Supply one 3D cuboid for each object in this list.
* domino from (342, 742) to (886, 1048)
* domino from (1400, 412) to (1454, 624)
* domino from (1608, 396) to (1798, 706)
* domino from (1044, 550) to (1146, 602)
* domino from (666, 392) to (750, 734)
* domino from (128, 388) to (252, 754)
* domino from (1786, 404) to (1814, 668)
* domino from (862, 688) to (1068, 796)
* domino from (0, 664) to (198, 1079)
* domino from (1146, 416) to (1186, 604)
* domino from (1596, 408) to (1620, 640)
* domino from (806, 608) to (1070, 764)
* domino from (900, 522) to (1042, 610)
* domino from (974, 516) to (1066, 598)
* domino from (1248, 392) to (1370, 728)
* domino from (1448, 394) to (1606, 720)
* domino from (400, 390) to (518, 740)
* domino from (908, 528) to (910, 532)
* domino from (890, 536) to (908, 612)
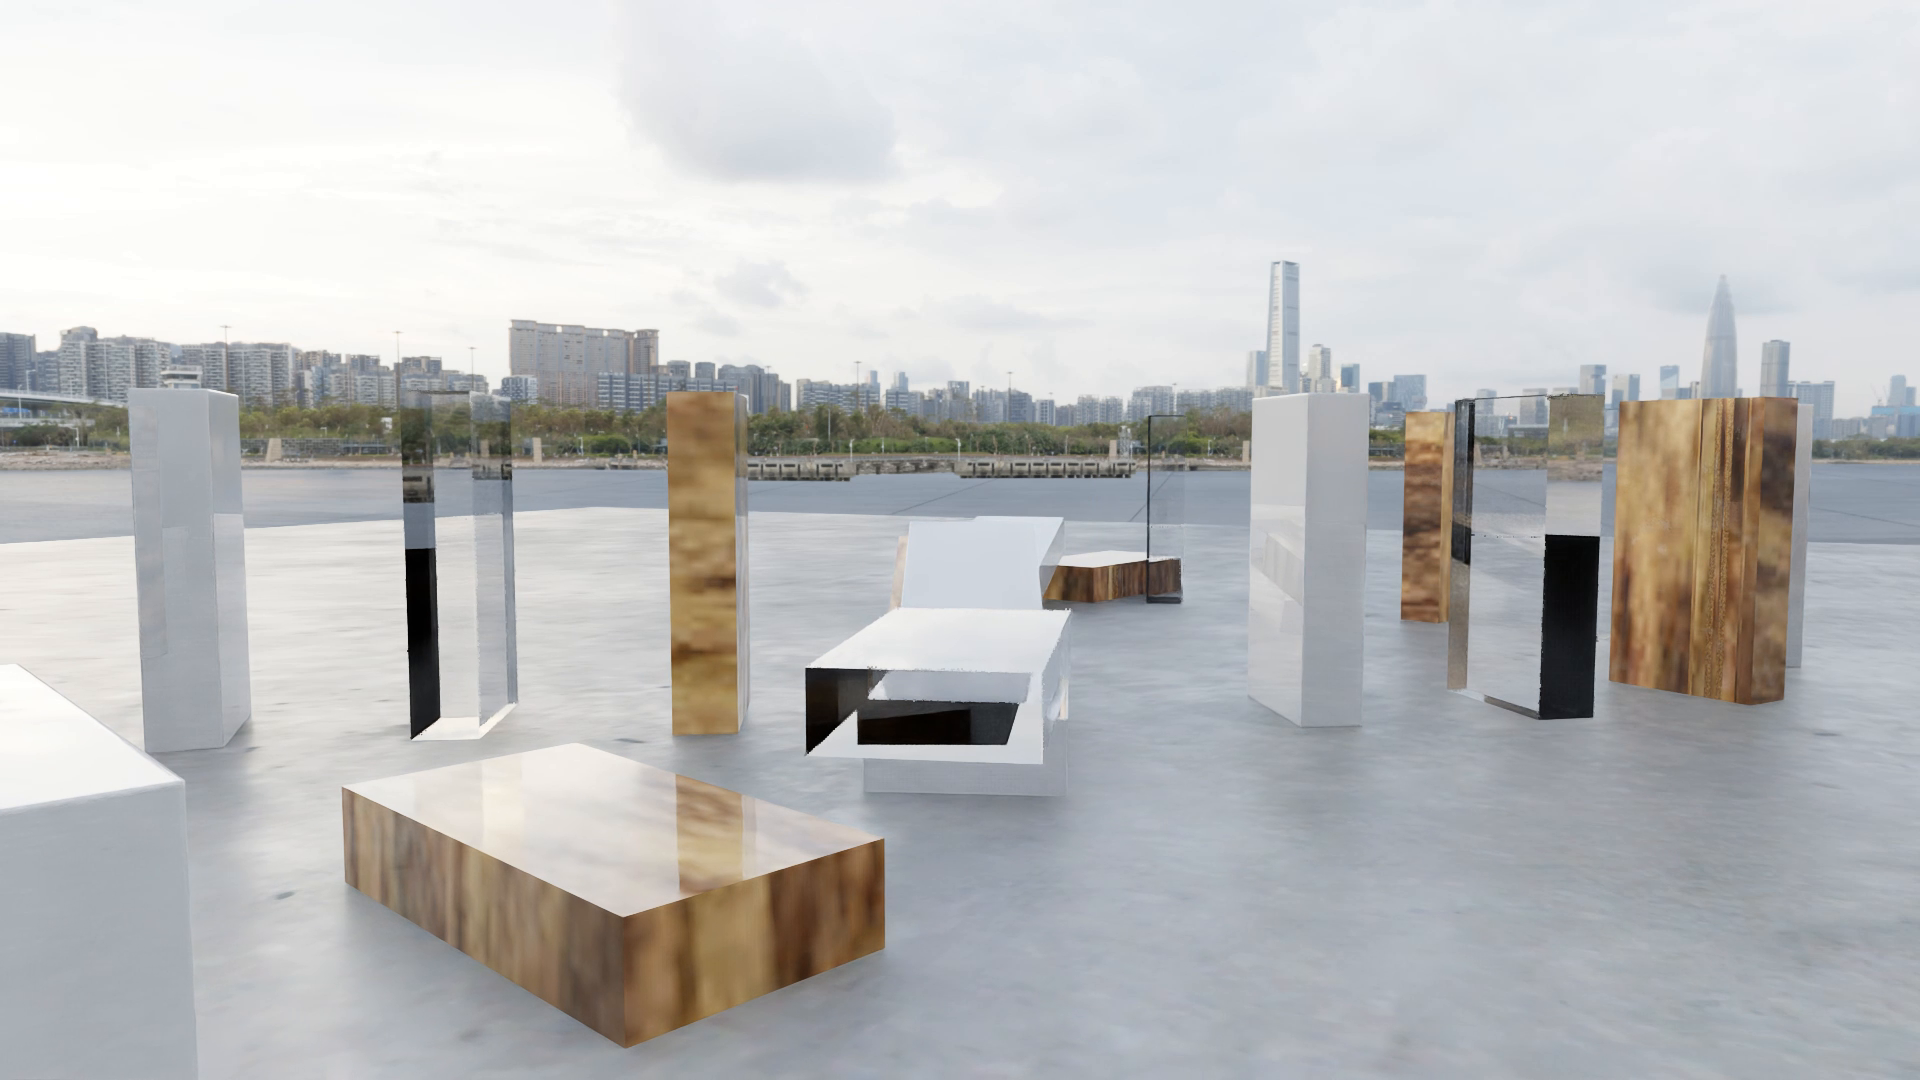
[{"bbox_3d":[-0.033,0.029,0.116,0.050,0.010,0.025,4,6,43],"label":"domino"},{"bbox_3d":[0.119,-0.006,0.315,0.025,0.050,0.009,-4,6,-43],"label":"domino"},{"bbox_3d":[0.127,0.001,0.220,0.009,0.050,0.025,-2,5,-29],"label":"domino"},{"bbox_3d":[0.041,0.010,0.371,0.025,0.010,0.050,3,5,38],"label":"domino"},{"bbox_3d":[-0.038,0.003,0.199,0.010,0.050,0.025,0,4,-5],"label":"domino"},{"bbox_3d":[-0.112,0.003,0.188,0.009,0.050,0.025,-2,5,-21],"label":"domino"},{"bbox_3d":[0.149,-0.001,0.249,0.025,0.050,0.009,1,4,11],"label":"domino"},{"bbox_3d":[0.003,0.024,0.181,0.025,0.009,0.050,0,4,5],"label":"domino"},{"bbox_3d":[-0.061,0.024,0.082,0.009,0.025,0.050,-4,6,-44],"label":"domino"},{"bbox_3d":[0.057,-0.009,0.353,0.009,0.050,0.025,1,4,11],"label":"domino"},{"bbox_3d":[0.141,-0.004,0.285,0.025,0.050,0.009,-2,5,-28],"label":"domino"},{"bbox_3d":[0.000,0.016,0.159,0.025,0.009,0.050,1,4,8],"label":"domino"},{"bbox_3d":[0.002,0.011,0.239,0.025,0.009,0.050,0,25,0],"label":"domino"},{"bbox_3d":[0.012,0.006,0.340,0.025,0.010,0.050,1,19,14],"label":"domino"},{"bbox_3d":[0.055,0.002,0.203,0.010,0.050,0.025,0,4,-6],"label":"domino"},{"bbox_3d":[0.091,0.002,0.209,0.009,0.050,0.025,-1,4,-11],"label":"domino"},{"bbox_3d":[-0.076,0.003,0.195,0.009,0.050,0.025,-1,4,-7],"label":"domino"},{"bbox_3d":[-0.001,0.008,0.305,0.025,0.009,0.050,0,20,1],"label":"domino"},{"bbox_3d":[-0.001,0.012,0.267,0.025,0.009,0.050,0,19,0],"label":"domino"}]
